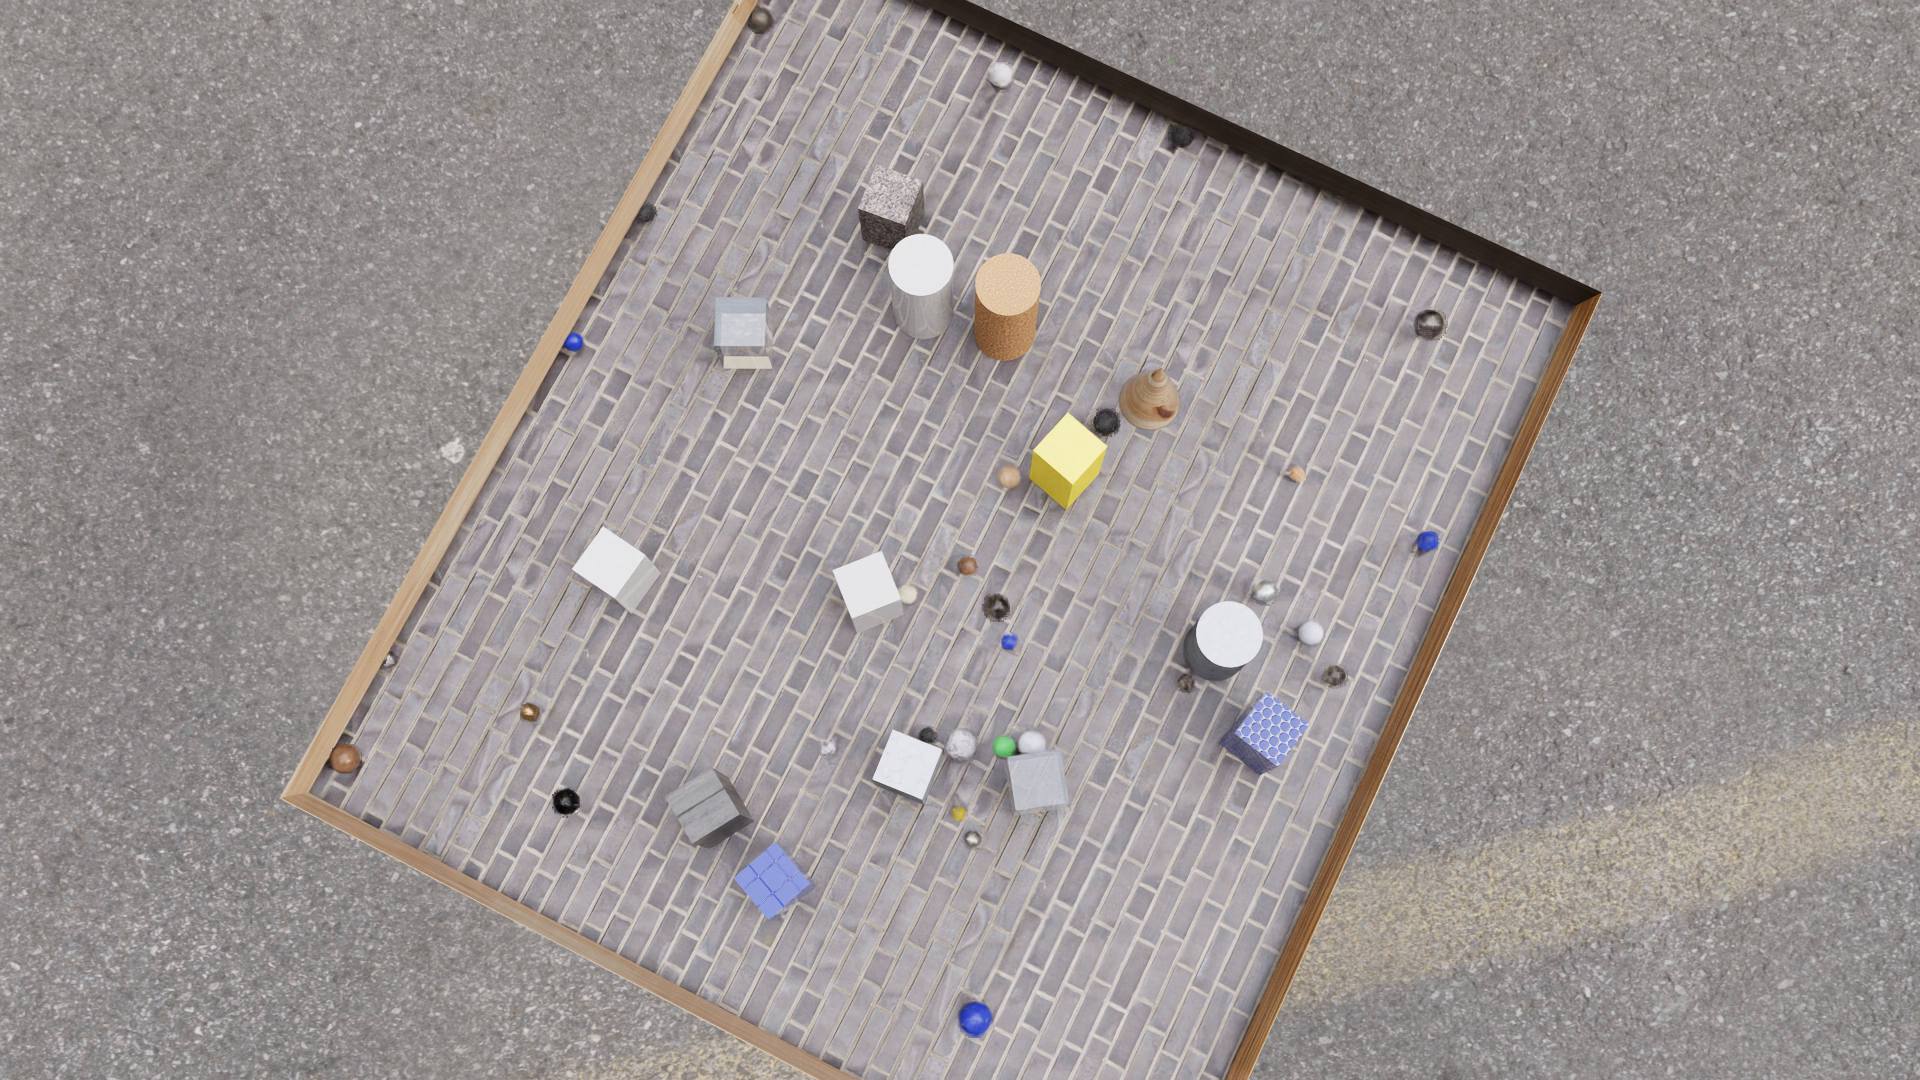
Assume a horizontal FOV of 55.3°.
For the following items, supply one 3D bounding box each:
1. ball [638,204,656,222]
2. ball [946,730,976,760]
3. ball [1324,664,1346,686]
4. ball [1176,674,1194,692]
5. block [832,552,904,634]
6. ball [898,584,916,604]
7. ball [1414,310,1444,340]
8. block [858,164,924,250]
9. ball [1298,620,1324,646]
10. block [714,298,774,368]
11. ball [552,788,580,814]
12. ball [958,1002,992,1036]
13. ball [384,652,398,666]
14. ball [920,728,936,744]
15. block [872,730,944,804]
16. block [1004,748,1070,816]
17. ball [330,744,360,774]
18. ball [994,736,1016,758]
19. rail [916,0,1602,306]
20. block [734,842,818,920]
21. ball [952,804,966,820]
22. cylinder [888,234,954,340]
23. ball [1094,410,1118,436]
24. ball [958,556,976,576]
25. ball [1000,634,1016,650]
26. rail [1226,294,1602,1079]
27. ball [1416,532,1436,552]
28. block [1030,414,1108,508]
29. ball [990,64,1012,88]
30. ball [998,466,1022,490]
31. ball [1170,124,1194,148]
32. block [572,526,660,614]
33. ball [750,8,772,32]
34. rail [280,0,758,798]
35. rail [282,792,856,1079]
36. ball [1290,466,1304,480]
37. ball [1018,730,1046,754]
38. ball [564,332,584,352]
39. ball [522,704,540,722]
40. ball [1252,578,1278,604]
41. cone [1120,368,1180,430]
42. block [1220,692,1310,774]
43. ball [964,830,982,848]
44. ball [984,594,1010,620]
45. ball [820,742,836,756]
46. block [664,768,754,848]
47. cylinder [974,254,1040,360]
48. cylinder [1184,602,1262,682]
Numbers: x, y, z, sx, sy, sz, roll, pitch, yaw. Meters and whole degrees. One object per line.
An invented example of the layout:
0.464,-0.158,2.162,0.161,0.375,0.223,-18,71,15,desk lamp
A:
-0.994,-1.034,5.801,0.057,0.057,0.057,0,78,0,ball
0.004,0.610,5.444,0.091,0.091,0.091,0,78,0,ball
1.125,0.407,5.500,0.064,0.064,0.064,0,78,0,ball
0.676,0.429,5.502,0.051,0.051,0.051,0,78,0,ball
-0.270,0.158,5.439,0.153,0.284,0.153,-22,79,-4,block
-0.161,0.164,5.552,0.059,0.059,0.059,0,78,0,ball
1.462,-0.672,5.708,0.093,0.093,0.093,0,78,0,ball
-0.211,-1.022,5.693,0.153,0.264,0.153,20,79,4,block
1.055,0.281,5.519,0.077,0.077,0.077,0,78,0,ball
-0.662,-0.634,5.630,0.153,0.231,0.153,0,78,0,block
-1.164,0.774,5.417,0.078,0.078,0.078,0,78,0,ball
0.045,1.379,5.282,0.095,0.095,0.095,0,78,0,ball
-1.717,0.358,5.519,0.045,0.045,0.045,0,78,0,ball
-0.096,0.585,5.469,0.052,0.052,0.052,0,78,0,ball
-0.150,0.665,5.347,0.153,0.259,0.153,21,79,4,block
0.221,0.706,5.318,0.153,0.299,0.153,-9,78,-2,block
-1.825,0.651,5.437,0.087,0.087,0.087,0,78,0,ball
0.134,0.616,5.456,0.065,0.065,0.065,0,78,0,ball
0.695,-1.355,5.832,2.853,0.124,0.045,26,80,5,rail
-0.528,0.984,5.277,0.153,0.267,0.153,-41,81,-8,block
-0.004,0.806,5.428,0.042,0.042,0.042,0,78,0,ball
-0.114,-0.765,5.566,0.191,0.409,0.191,0,78,0,cylinder
0.450,-0.363,5.651,0.079,0.079,0.079,0,78,0,ball
0.022,0.078,5.571,0.057,0.057,0.057,0,78,0,ball
0.147,0.308,5.528,0.049,0.049,0.049,0,78,0,ball
1.255,0.621,5.424,0.045,0.124,3.156,26,80,5,rail
1.422,0.005,5.585,0.060,0.060,0.060,0,78,0,ball
0.321,-0.232,5.493,0.153,0.337,0.153,41,81,8,block
0.131,-1.492,5.887,0.075,0.075,0.075,0,78,0,ball
0.153,-0.192,5.620,0.071,0.071,0.071,0,78,0,ball
0.707,-1.288,5.846,0.073,0.073,0.073,0,78,0,ball
-1.019,0.093,5.454,0.153,0.280,0.153,33,80,6,block
-0.643,-1.682,5.926,0.076,0.076,0.076,0,78,0,ball
-1.255,-0.608,5.678,0.045,0.124,3.156,26,80,5,rail
-0.695,1.368,5.269,2.853,0.124,0.045,26,80,5,rail
1.035,-0.204,5.636,0.045,0.045,0.045,0,78,0,ball
0.214,0.607,5.448,0.084,0.084,0.084,0,78,0,ball
-1.205,-0.616,5.714,0.059,0.059,0.059,0,78,0,ball
-1.284,0.518,5.482,0.054,0.054,0.054,0,78,0,ball
0.922,0.155,5.547,0.074,0.074,0.074,0,78,0,ball
0.591,-0.469,5.535,0.191,0.349,0.191,0,78,0,cone
0.884,0.566,5.338,0.153,0.315,0.153,38,81,7,block
0.039,0.883,5.407,0.052,0.052,0.052,0,78,0,ball
0.113,0.202,5.535,0.078,0.078,0.078,0,78,0,ball
-0.393,0.622,5.465,0.045,0.045,0.045,0,78,0,ball
-0.716,0.774,5.269,0.153,0.367,0.153,-31,80,-6,block
0.140,-0.698,5.537,0.191,0.439,0.191,0,78,0,cylinder
0.771,0.301,5.393,0.191,0.316,0.191,0,78,0,cylinder
